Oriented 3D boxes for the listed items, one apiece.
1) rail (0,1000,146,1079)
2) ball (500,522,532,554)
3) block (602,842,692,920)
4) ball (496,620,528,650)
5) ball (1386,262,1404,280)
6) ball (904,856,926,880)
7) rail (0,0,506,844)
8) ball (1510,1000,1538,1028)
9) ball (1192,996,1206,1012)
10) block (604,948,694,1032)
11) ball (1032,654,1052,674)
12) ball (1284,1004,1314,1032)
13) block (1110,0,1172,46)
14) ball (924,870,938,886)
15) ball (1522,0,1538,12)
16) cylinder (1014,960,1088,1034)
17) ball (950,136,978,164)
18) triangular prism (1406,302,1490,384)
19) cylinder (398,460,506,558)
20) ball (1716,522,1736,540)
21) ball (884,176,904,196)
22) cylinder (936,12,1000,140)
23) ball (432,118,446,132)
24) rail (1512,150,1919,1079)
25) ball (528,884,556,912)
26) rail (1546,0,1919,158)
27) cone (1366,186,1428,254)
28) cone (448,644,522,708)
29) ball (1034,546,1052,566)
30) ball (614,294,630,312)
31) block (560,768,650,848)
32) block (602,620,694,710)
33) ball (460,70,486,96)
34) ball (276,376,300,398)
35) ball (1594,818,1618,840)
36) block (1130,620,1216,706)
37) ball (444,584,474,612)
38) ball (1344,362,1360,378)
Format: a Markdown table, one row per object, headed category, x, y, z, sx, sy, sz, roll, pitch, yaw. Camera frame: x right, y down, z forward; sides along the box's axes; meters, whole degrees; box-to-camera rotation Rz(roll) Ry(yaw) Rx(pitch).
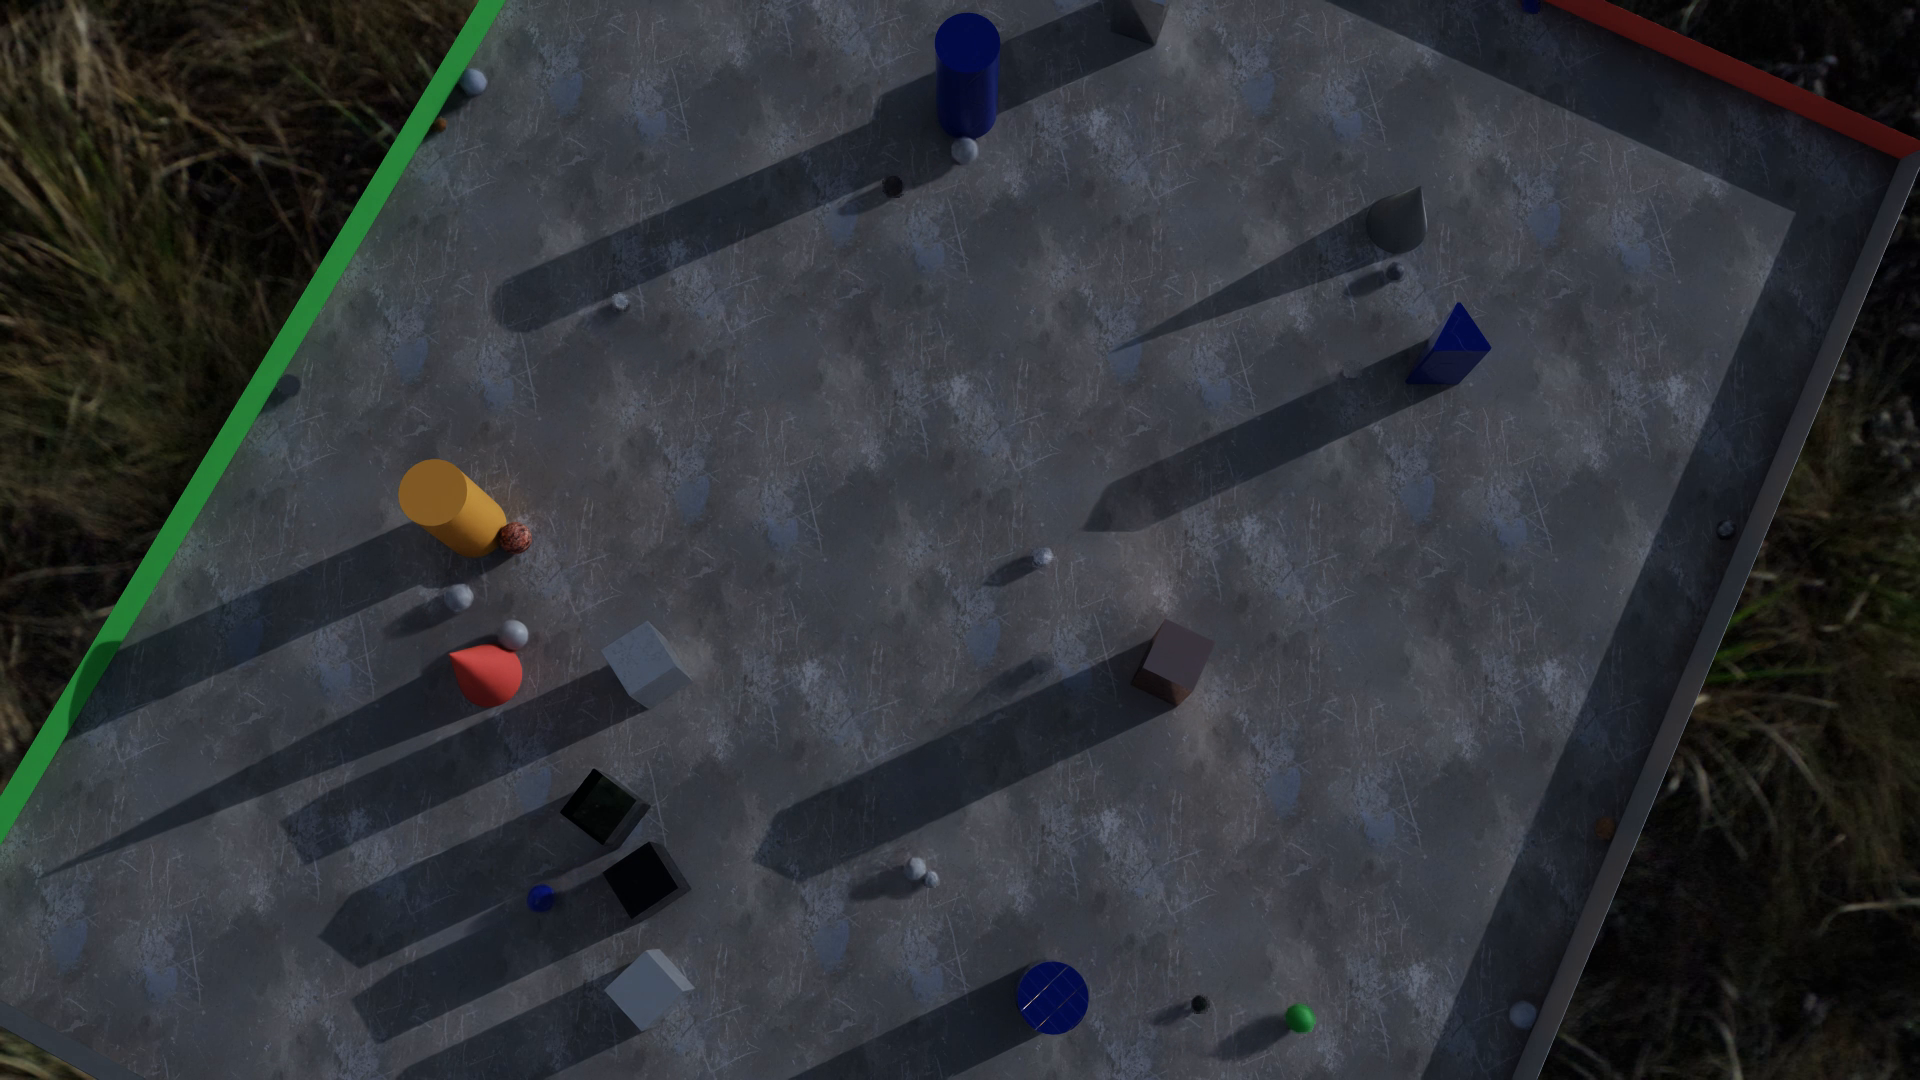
| category | x | y | z | sx | sy | sz | roll | pitch | yaw |
| --- | --- | --- | --- | --- | --- | --- | --- | --- | --- |
| rail | -1.101 | 2.163 | 5.103 | 4.311 | 0.126 | 0.045 | 26 | 80 | 5 |
| ball | -1.351 | -0.006 | 5.568 | 0.097 | 0.097 | 0.097 | 0 | 78 | 0 |
| block | -0.899 | 0.983 | 5.280 | 0.156 | 0.261 | 0.156 | -33 | 80 | -7 |
| ball | -1.346 | 0.286 | 5.510 | 0.092 | 0.092 | 0.092 | 0 | 78 | 0 |
| ball | 1.368 | -0.845 | 5.762 | 0.058 | 0.058 | 0.058 | 0 | 78 | 0 |
| ball | -0.133 | 0.965 | 5.383 | 0.067 | 0.067 | 0.067 | 0 | 78 | 0 |
| rail | -1.907 | -0.927 | 5.743 | 0.045 | 0.126 | 4.971 | 26 | 80 | 5 |
| ball | 1.628 | 1.371 | 5.293 | 0.078 | 0.078 | 0.078 | 0 | 78 | 0 |
| ball | 0.694 | 1.345 | 5.315 | 0.044 | 0.044 | 0.044 | 0 | 78 | 0 |
| block | -0.882 | 1.281 | 5.227 | 0.156 | 0.243 | 0.156 | -44 | 82 | -8 |
| ball | 0.244 | 0.370 | 5.510 | 0.059 | 0.059 | 0.059 | 0 | 78 | 0 |
| ball | 0.979 | 1.381 | 5.290 | 0.080 | 0.080 | 0.080 | 0 | 78 | 0 |
| block | 0.587 | -1.728 | 5.837 | 0.156 | 0.269 | 0.156 | 19 | 79 | 4 |
| ball | -0.085 | 0.994 | 5.389 | 0.043 | 0.043 | 0.043 | 0 | 78 | 0 |
| ball | 1.850 | -1.739 | 5.948 | 0.055 | 0.055 | 0.055 | 0 | 78 | 0 |
| cylinder | 0.255 | 1.287 | 5.179 | 0.195 | 0.335 | 0.195 | 0 | 78 | 0 |
| ball | 0.013 | -1.241 | 5.830 | 0.085 | 0.085 | 0.085 | 0 | 78 | 0 |
| triangular prism | 1.474 | -0.596 | 5.565 | 0.168 | 0.343 | 0.146 | 0 | 78 | 0 |
| cylinder | -1.489 | -0.088 | 5.401 | 0.195 | 0.458 | 0.195 | 0 | 78 | 0 |
| ball | 2.338 | -0.027 | 5.594 | 0.056 | 0.056 | 0.056 | 0 | 78 | 0 |
| ball | -0.211 | -1.123 | 5.817 | 0.063 | 0.063 | 0.063 | 0 | 78 | 0 |
| cylinder | 0.022 | -1.428 | 5.670 | 0.195 | 0.474 | 0.195 | 0 | 78 | 0 |
| ball | -1.671 | -1.328 | 5.869 | 0.044 | 0.044 | 0.044 | 0 | 78 | 0 |
| rail | 1.907 | 0.940 | 5.356 | 0.045 | 0.126 | 4.971 | 26 | 80 | 5 |
| ball | -1.222 | 1.048 | 5.358 | 0.081 | 0.081 | 0.081 | 0 | 78 | 0 |
| rail | 1.101 | -2.150 | 5.996 | 4.311 | 0.126 | 0.045 | 26 | 80 | 5 |
| cone | 1.387 | -1.035 | 5.668 | 0.195 | 0.318 | 0.195 | 0 | 78 | 0 |
| cone | -1.419 | 0.361 | 5.308 | 0.195 | 0.459 | 0.195 | 0 | 78 | 0 |
| ball | 0.253 | 0.050 | 5.576 | 0.060 | 0.060 | 0.060 | 0 | 78 | 0 |
| ball | -1.060 | -0.744 | 5.744 | 0.052 | 0.052 | 0.052 | 0 | 78 | 0 |
| block | -1.027 | 0.782 | 5.325 | 0.156 | 0.254 | 0.156 | 36 | 81 | 7 |
| block | -0.913 | 0.369 | 5.367 | 0.156 | 0.339 | 0.156 | -33 | 80 | -6 |
| ball | -1.562 | -1.467 | 5.878 | 0.083 | 0.083 | 0.083 | 0 | 78 | 0 |
| ball | -2.082 | -0.477 | 5.680 | 0.069 | 0.069 | 0.069 | 0 | 78 | 0 |
| ball | 1.907 | 0.854 | 5.407 | 0.065 | 0.065 | 0.065 | 0 | 78 | 0 |
| block | 0.617 | 0.362 | 5.346 | 0.156 | 0.382 | 0.156 | 25 | 79 | 5 |
| ball | -1.513 | 0.173 | 5.538 | 0.084 | 0.084 | 0.084 | 0 | 78 | 0 |
| ball | 1.218 | -0.527 | 5.700 | 0.050 | 0.050 | 0.050 | 0 | 78 | 0 |
